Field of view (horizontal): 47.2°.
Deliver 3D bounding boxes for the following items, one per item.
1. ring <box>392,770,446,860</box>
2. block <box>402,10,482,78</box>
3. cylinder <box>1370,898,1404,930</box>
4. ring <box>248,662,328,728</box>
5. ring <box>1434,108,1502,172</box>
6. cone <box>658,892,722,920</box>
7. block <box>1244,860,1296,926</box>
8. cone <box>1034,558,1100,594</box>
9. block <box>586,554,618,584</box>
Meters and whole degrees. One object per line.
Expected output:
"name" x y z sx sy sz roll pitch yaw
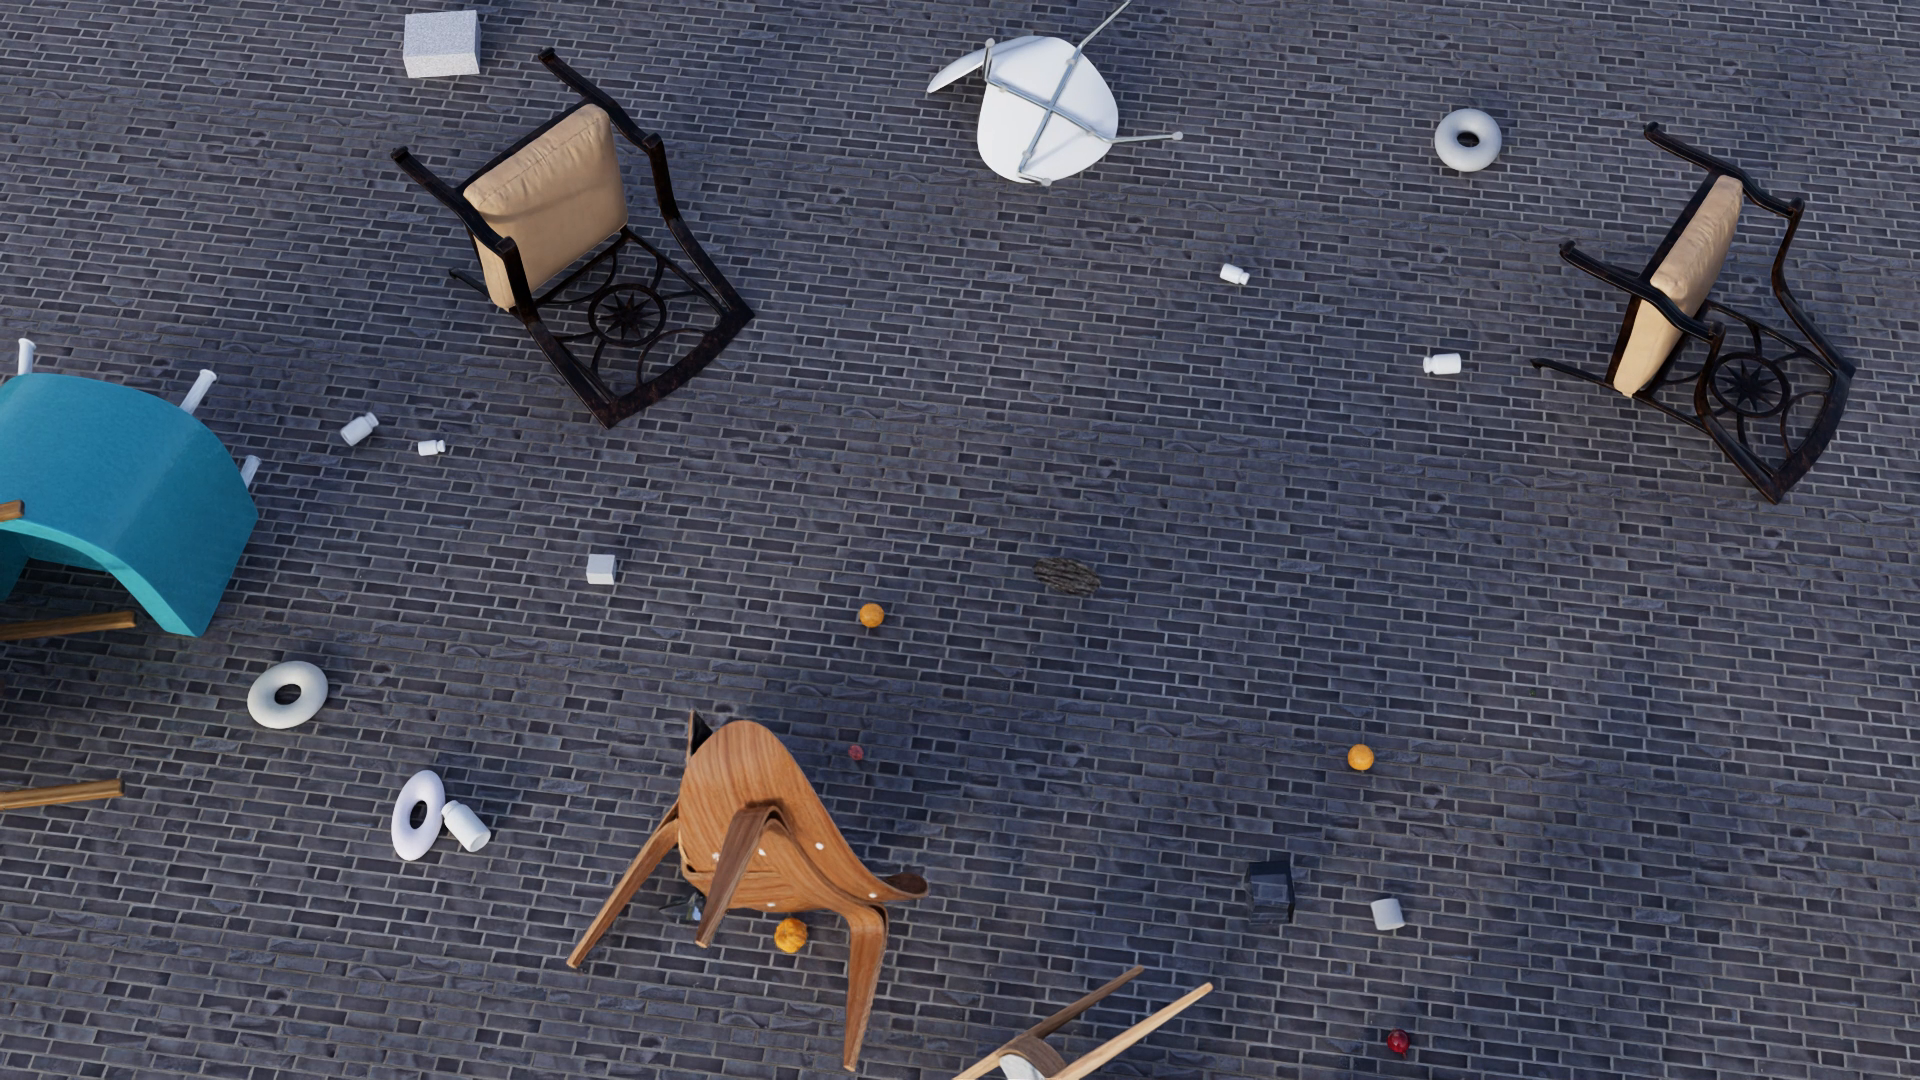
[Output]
"ring" -1.486 0.754 6.036 0.138 0.054 0.274 3 56 1
"block" -1.806 -1.732 7.677 0.244 0.098 0.212 -4 56 -3
"cylinder" 1.143 1.001 5.879 0.076 0.039 0.071 -6 56 -3
"ring" -1.911 0.439 6.252 0.230 0.046 0.211 -28 61 -16
"ring" 1.719 -1.354 7.441 0.225 0.070 0.279 13 56 9
"cone" -0.718 0.973 5.904 0.173 0.060 0.075 3 34 3
"block" 0.825 0.942 5.863 0.108 0.131 0.125 -2 56 -2
"cone" 0.332 0.082 6.487 0.208 0.115 0.111 14 29 17
"block" -1.056 0.086 6.482 0.075 0.056 0.068 2 56 2
